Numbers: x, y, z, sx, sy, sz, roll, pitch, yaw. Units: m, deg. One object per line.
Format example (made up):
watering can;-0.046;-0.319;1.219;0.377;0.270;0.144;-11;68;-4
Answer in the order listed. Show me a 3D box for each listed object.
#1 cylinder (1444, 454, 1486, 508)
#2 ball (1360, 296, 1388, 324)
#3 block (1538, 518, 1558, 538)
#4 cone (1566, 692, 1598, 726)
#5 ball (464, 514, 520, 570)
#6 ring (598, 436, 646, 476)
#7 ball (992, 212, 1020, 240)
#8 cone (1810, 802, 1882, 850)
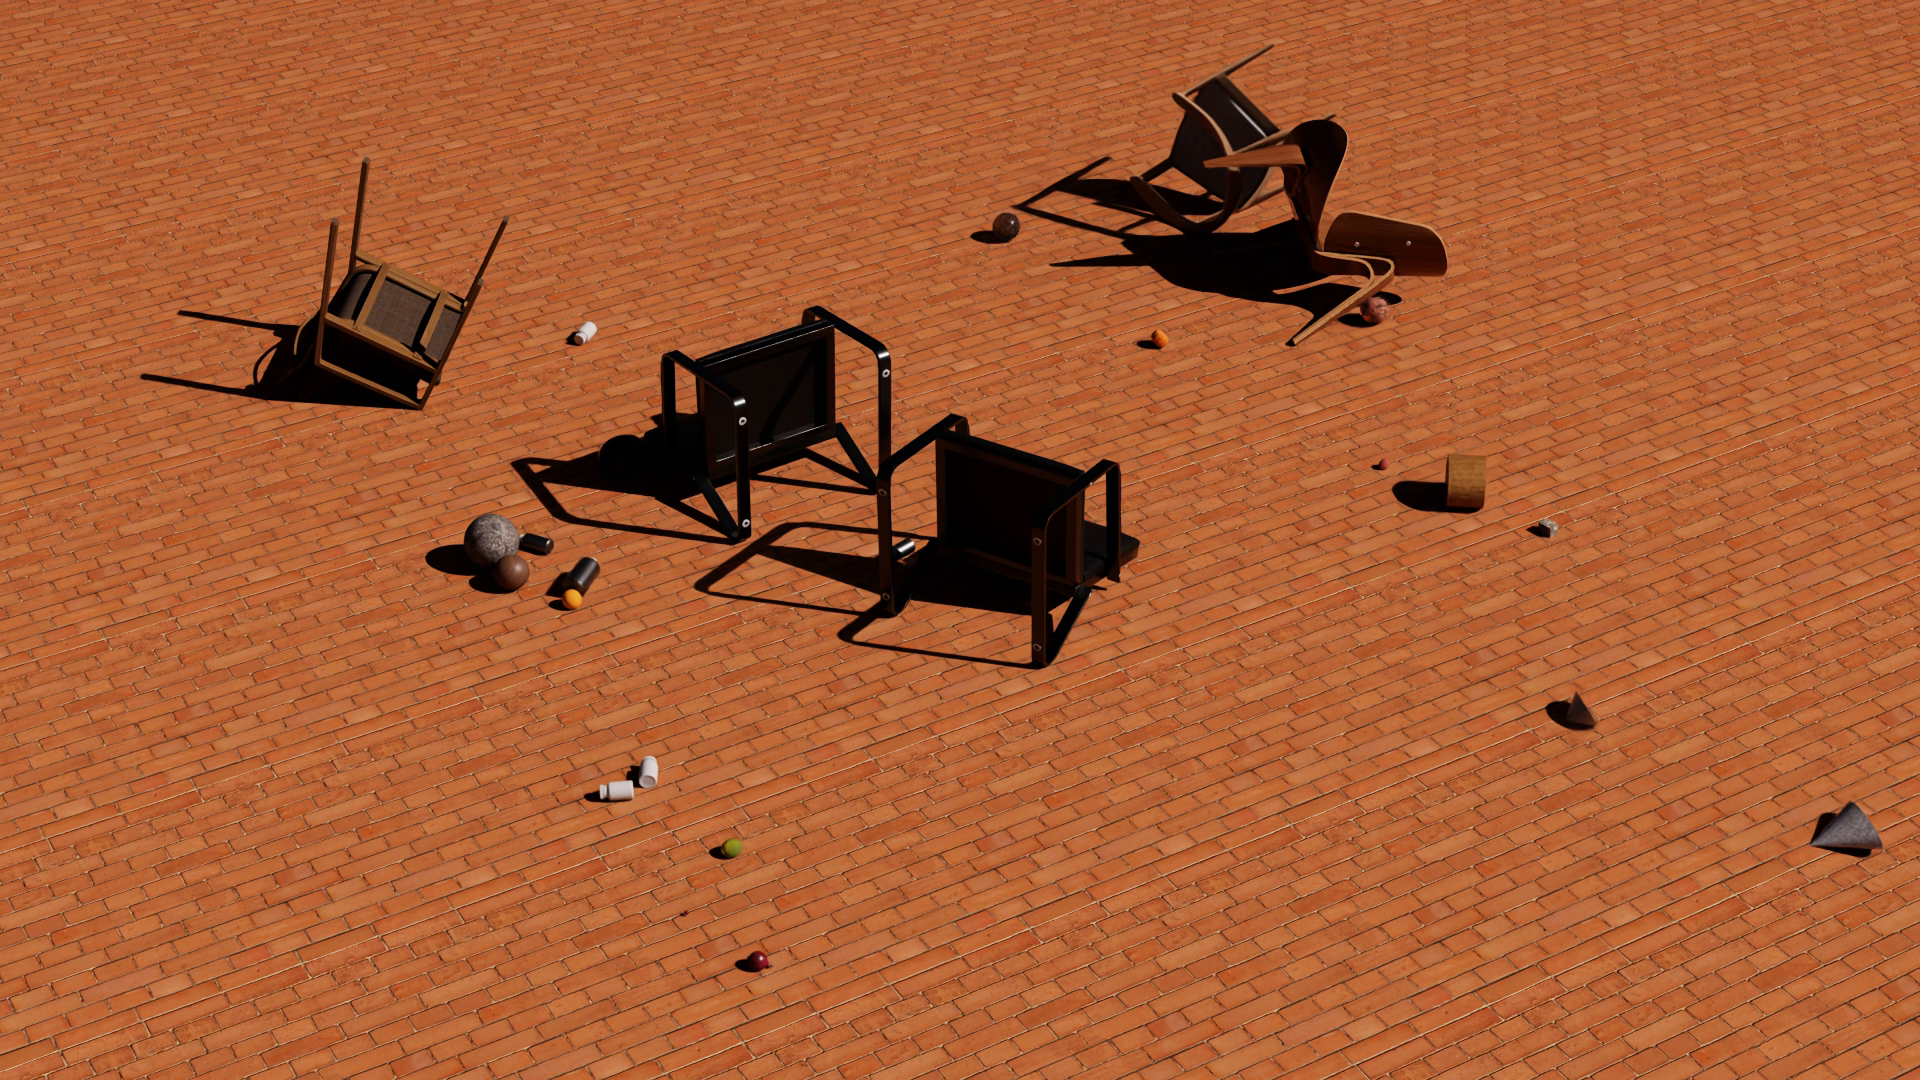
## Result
cylinder;1.917;-0.224;11.123;0.139;0.169;0.213;3;58;5
ball;1.739;-0.964;12.302;0.116;0.116;0.116;0;33;0
block;2.201;-0.044;10.974;0.043;0.041;0.060;-24;40;-32
cone;2.101;0.595;10.001;0.087;0.104;0.177;-32;36;8
ball;-1.717;0.005;10.752;0.203;0.203;0.203;0;33;0
ring;-1.308;-0.326;11.351;0.177;0.099;0.228;10;34;17
ball;0.204;-1.382;12.931;0.123;0.123;0.123;0;33;0
cone;2.828;0.953;9.453;0.197;0.103;0.239;-19;32;-2
